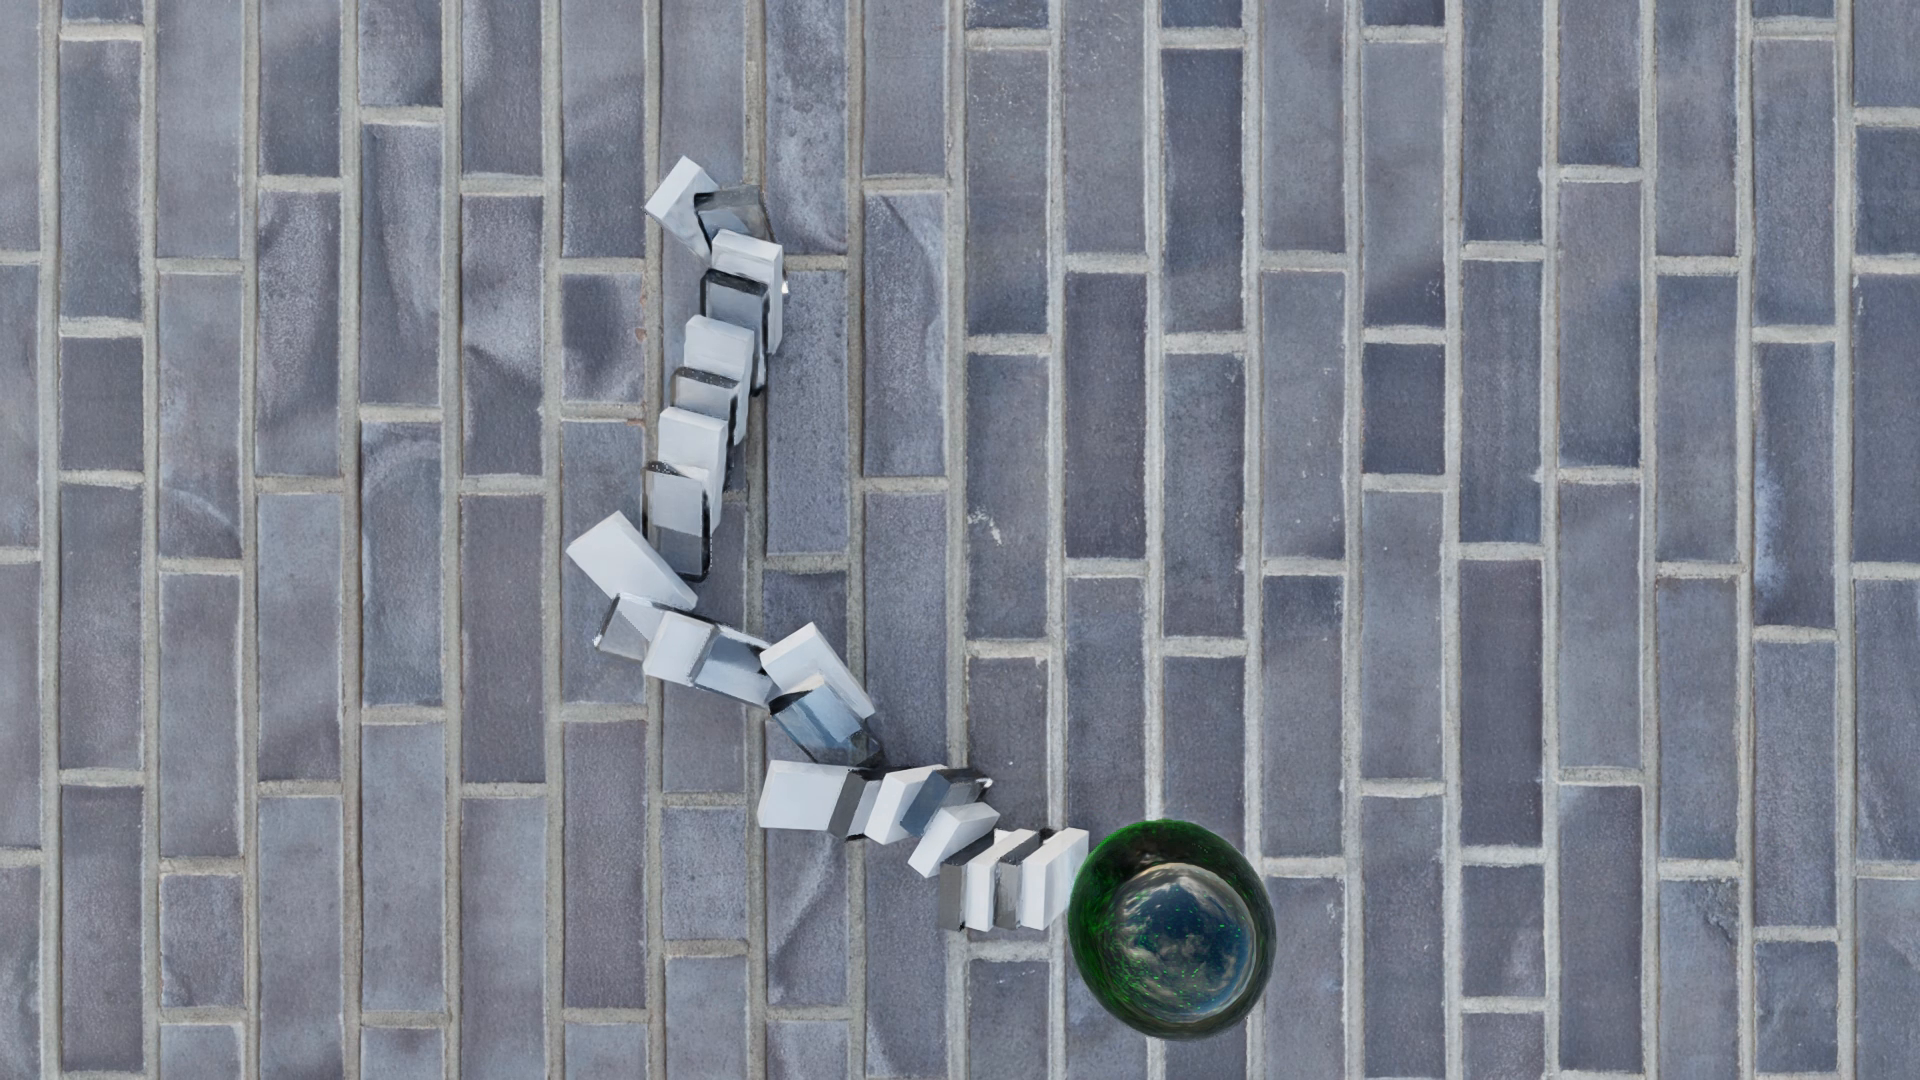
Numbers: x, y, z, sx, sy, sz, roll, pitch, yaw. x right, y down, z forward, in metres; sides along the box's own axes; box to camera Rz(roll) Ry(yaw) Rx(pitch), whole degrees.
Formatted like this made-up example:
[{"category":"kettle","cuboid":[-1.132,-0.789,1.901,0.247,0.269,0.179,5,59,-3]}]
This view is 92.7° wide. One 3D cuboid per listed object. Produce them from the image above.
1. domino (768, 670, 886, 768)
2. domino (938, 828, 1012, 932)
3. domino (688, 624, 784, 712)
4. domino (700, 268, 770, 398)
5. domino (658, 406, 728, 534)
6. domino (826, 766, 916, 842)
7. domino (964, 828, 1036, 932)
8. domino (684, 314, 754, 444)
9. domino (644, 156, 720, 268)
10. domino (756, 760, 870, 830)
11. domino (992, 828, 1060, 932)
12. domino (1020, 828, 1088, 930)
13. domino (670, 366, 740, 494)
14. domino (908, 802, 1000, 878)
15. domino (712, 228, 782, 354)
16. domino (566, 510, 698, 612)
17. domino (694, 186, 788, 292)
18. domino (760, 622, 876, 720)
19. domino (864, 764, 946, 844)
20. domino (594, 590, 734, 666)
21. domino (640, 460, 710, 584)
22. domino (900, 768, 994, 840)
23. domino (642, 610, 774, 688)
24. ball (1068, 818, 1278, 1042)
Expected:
[{"category":"domino","cuboid":[-0.055,0.079,0.382,0.025,0.010,0.050,-33,123,0]},{"category":"domino","cuboid":[0.007,0.138,0.376,0.009,0.050,0.025,2,90,27]},{"category":"domino","cuboid":[-0.084,0.056,0.383,0.050,0.009,0.025,27,90,-31]},{"category":"domino","cuboid":[-0.093,-0.085,0.379,0.025,0.050,0.010,16,46,0]},{"category":"domino","cuboid":[-0.112,-0.029,0.382,0.025,0.010,0.050,15,123,1]},{"category":"domino","cuboid":[-0.032,0.107,0.376,0.009,0.050,0.025,20,90,30]},{"category":"domino","cuboid":[0.018,0.138,0.376,0.009,0.050,0.025,3,90,27]},{"category":"domino","cuboid":[-0.101,-0.066,0.381,0.025,0.010,0.050,16,128,0]},{"category":"domino","cuboid":[-0.105,-0.131,0.375,0.009,0.050,0.025,37,90,15]},{"category":"domino","cuboid":[-0.057,0.108,0.383,0.050,0.010,0.025,11,102,-24]},{"category":"domino","cuboid":[0.029,0.138,0.376,0.010,0.050,0.025,2,90,27]},{"category":"domino","cuboid":[0.040,0.138,0.376,0.009,0.050,0.025,2,90,27]},{"category":"domino","cuboid":[-0.108,-0.045,0.383,0.025,0.010,0.050,15,122,0]},{"category":"domino","cuboid":[-0.001,0.122,0.375,0.010,0.050,0.025,32,90,24]},{"category":"domino","cuboid":[-0.087,-0.101,0.377,0.025,0.050,0.009,16,54,0]},{"category":"domino","cuboid":[-0.137,0.015,0.384,0.025,0.009,0.050,-32,112,10]},{"category":"domino","cuboid":[-0.089,-0.121,0.375,0.025,0.050,0.009,-7,64,0]},{"category":"domino","cuboid":[-0.059,0.060,0.382,0.025,0.009,0.050,-31,123,-2]},{"category":"domino","cuboid":[-0.019,0.107,0.375,0.010,0.050,0.025,20,90,25]},{"category":"domino","cuboid":[-0.122,0.041,0.382,0.050,0.010,0.025,23,96,-31]},{"category":"domino","cuboid":[-0.119,-0.007,0.383,0.025,0.010,0.050,10,120,0]},{"category":"domino","cuboid":[-0.005,0.107,0.375,0.009,0.050,0.025,32,90,24]},{"category":"domino","cuboid":[-0.103,0.050,0.383,0.050,0.010,0.025,23,93,-31]},{"category":"ball","cuboid":[0.082,0.151,0.360,0.080,0.080,0.080,0,90,0]}]
